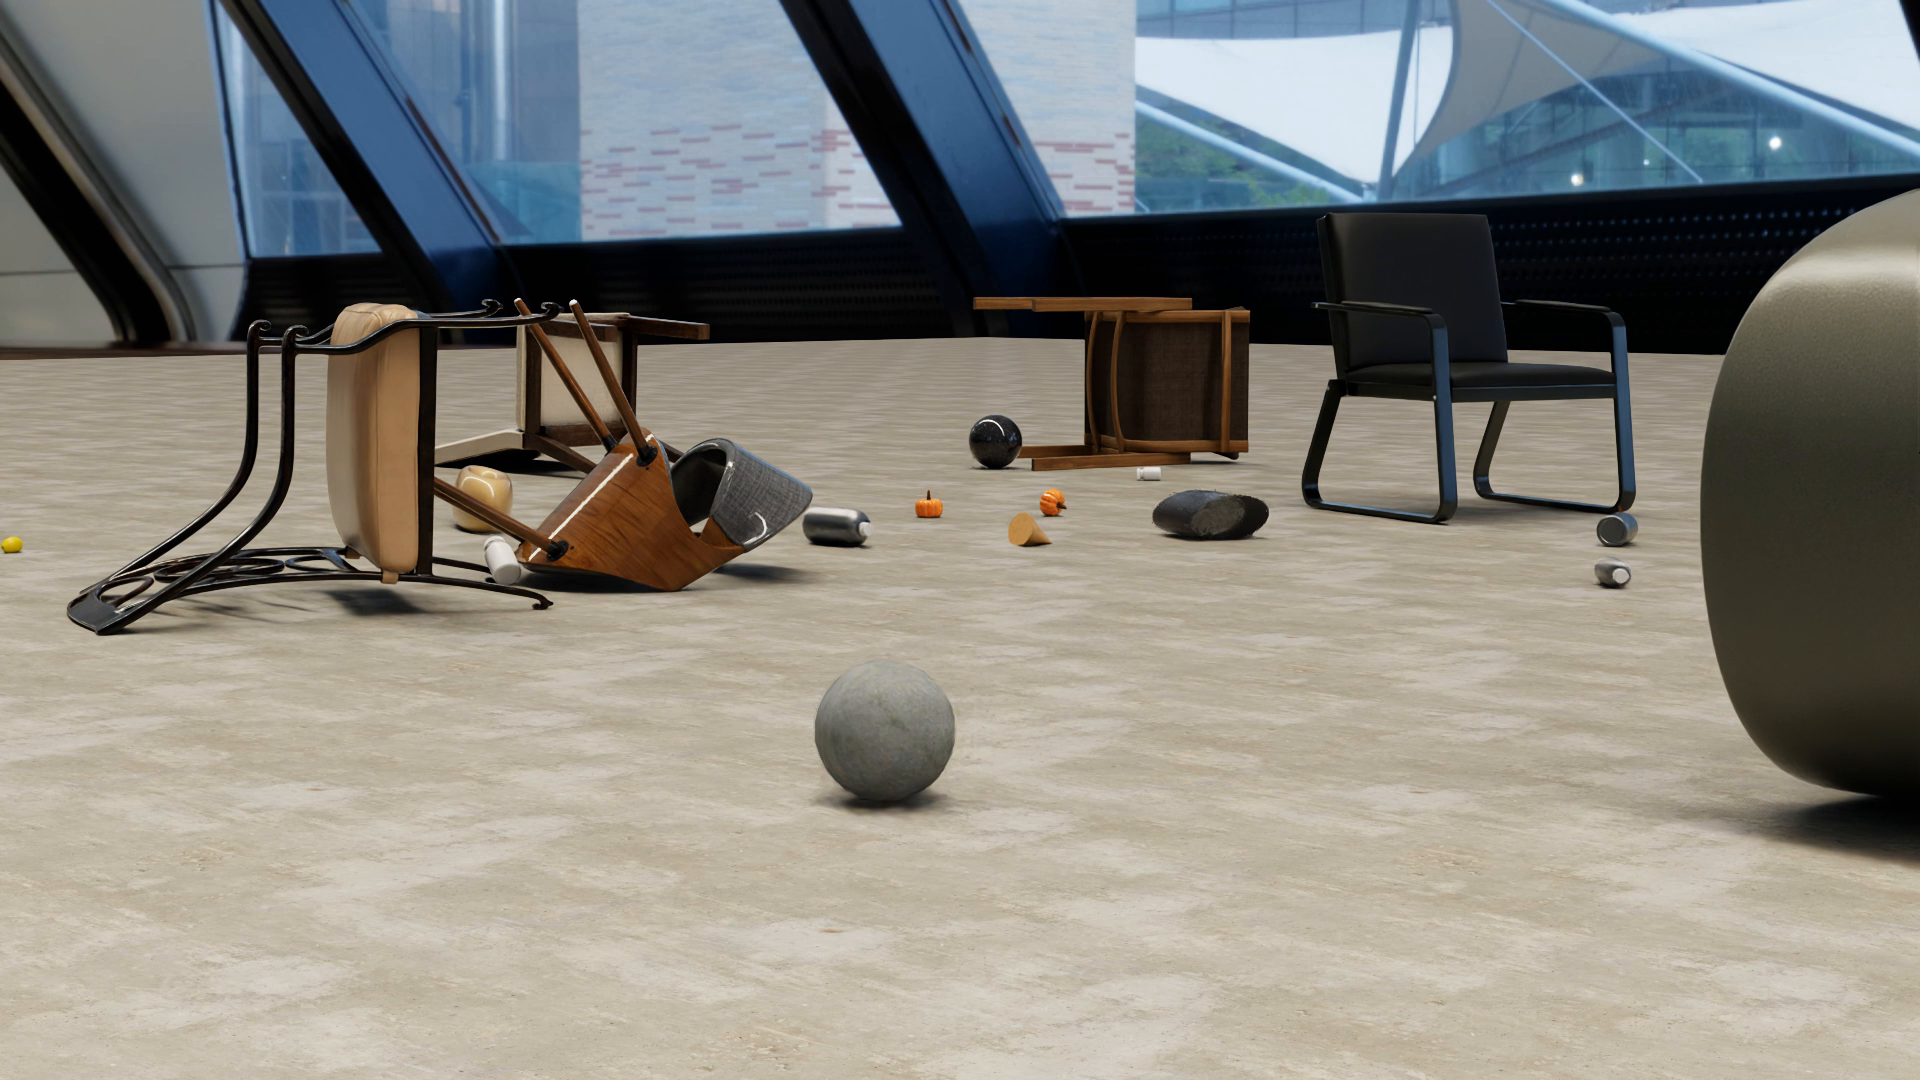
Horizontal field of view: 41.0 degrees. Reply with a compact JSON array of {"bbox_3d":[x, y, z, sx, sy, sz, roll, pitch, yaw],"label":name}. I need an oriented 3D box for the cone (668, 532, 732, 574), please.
[{"bbox_3d":[-0.617,0.048,5.753,0.156,0.081,0.159,5,22,18],"label":"cone"}]

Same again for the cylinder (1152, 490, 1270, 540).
[{"bbox_3d":[0.633,-0.064,6.487,0.228,0.110,0.197,-9,9,-24],"label":"cylinder"}]

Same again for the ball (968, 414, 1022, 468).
[{"bbox_3d":[0.121,-0.338,8.787,0.185,0.185,0.185,0,6,0],"label":"ball"}]

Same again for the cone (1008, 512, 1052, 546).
[{"bbox_3d":[0.188,-0.010,6.316,0.092,0.085,0.172,24,2,-19],"label":"cone"}]

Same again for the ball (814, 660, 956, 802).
[{"bbox_3d":[-0.094,0.239,3.222,0.178,0.178,0.178,0,6,0],"label":"ball"}]

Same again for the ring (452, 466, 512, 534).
[{"bbox_3d":[-1.253,-0.106,6.728,0.150,0.147,0.435,8,6,-17],"label":"ring"}]
